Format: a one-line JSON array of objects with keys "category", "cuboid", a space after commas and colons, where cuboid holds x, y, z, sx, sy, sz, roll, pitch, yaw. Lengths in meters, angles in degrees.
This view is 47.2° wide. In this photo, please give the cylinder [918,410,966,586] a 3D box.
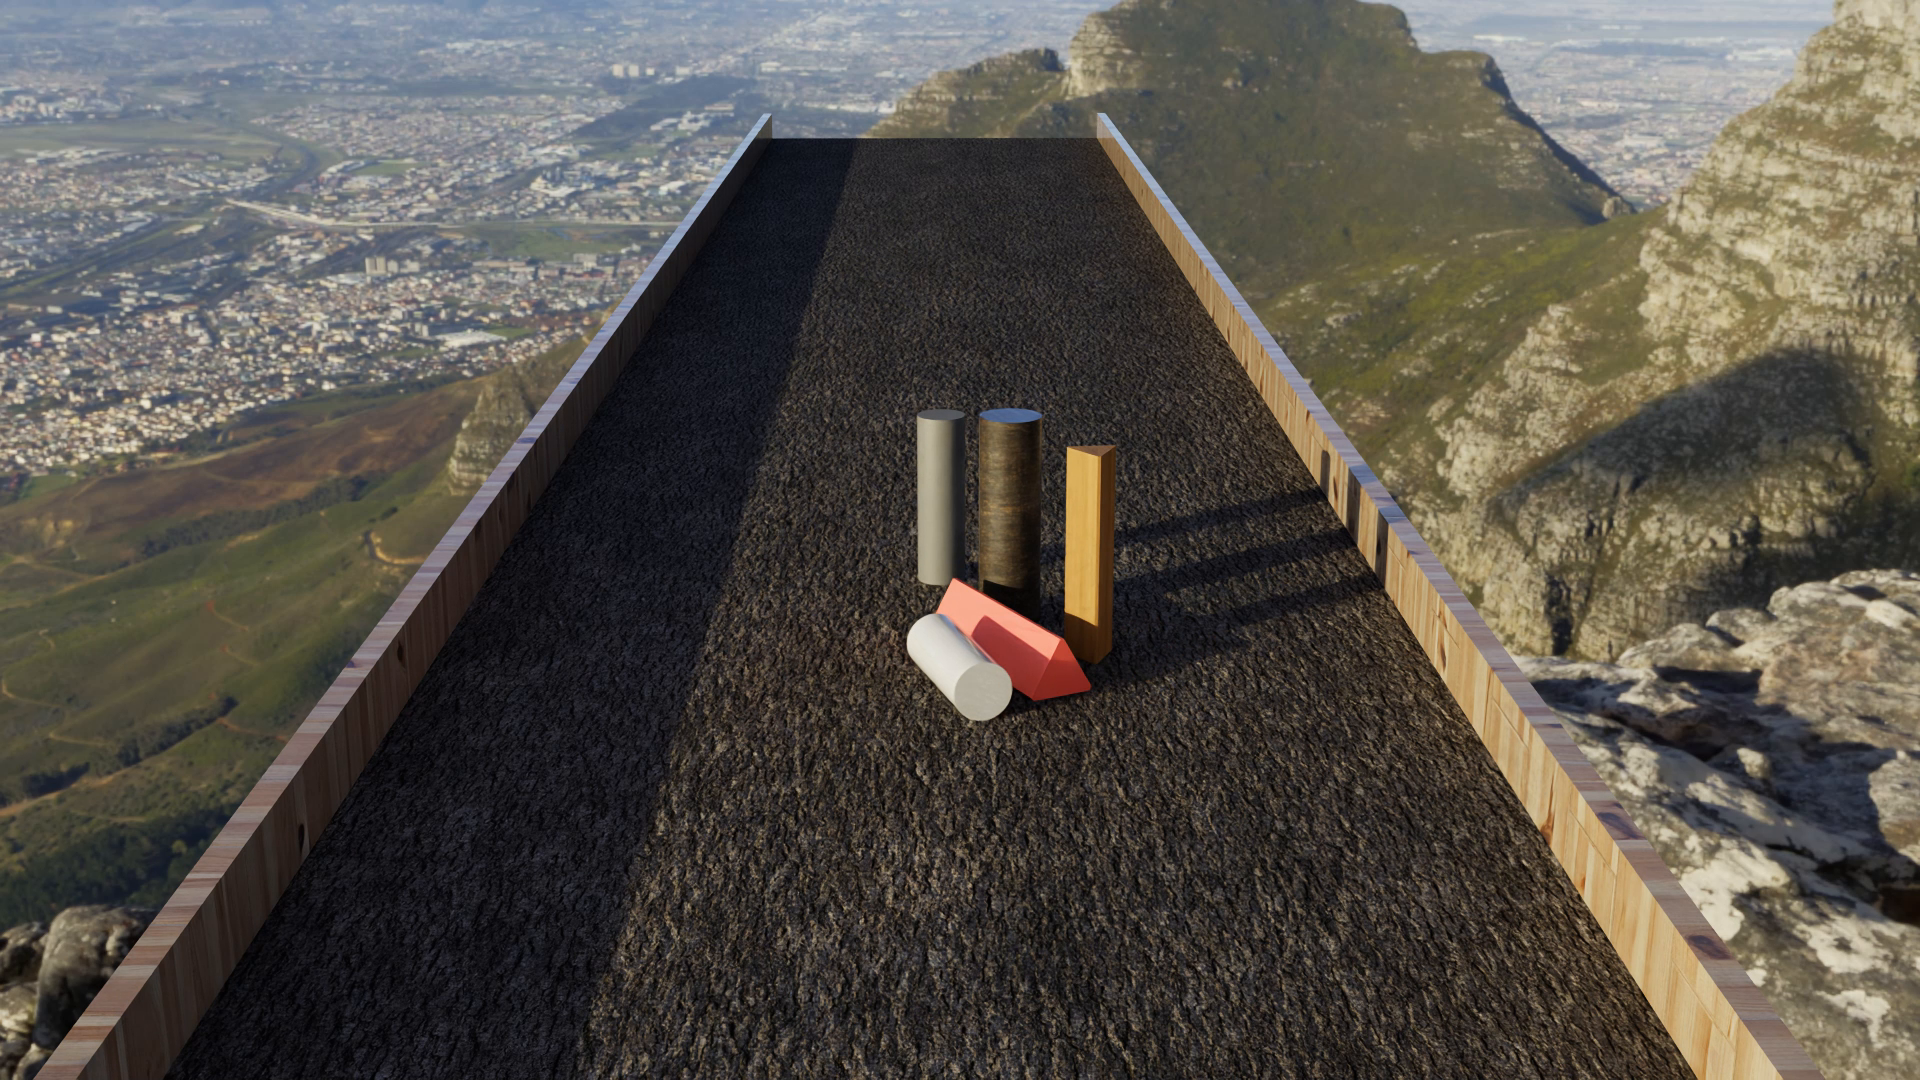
[{"category": "cylinder", "cuboid": [-0.041, -0.095, 4.886, 0.106, 0.376, 0.106, 0, 17, 0]}]

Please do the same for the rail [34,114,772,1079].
[{"category": "rail", "cuboid": [-1.118, -0.838, 7.780, 0.050, 0.150, 12.000, 0, 17, -1]}]

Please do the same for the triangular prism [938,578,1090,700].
[{"category": "triangular prism", "cuboid": [0.092, 0.187, 4.389, 0.131, 0.113, 0.438, -9, 19, -27]}]

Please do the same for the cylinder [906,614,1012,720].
[{"category": "cylinder", "cuboid": [-0.004, 0.241, 4.216, 0.115, 0.115, 0.302, -5, 17, -17]}]

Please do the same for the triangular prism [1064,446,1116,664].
[{"category": "triangular prism", "cuboid": [0.275, 0.025, 4.392, 0.084, 0.428, 0.097, -12, 21, -36]}]

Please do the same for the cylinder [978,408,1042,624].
[{"category": "cylinder", "cuboid": [0.104, -0.045, 4.605, 0.131, 0.442, 0.131, 0, 17, 0]}]

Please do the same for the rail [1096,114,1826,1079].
[{"category": "rail", "cuboid": [0.932, -0.844, 7.801, 0.050, 0.150, 12.000, 0, 17, -1]}]
